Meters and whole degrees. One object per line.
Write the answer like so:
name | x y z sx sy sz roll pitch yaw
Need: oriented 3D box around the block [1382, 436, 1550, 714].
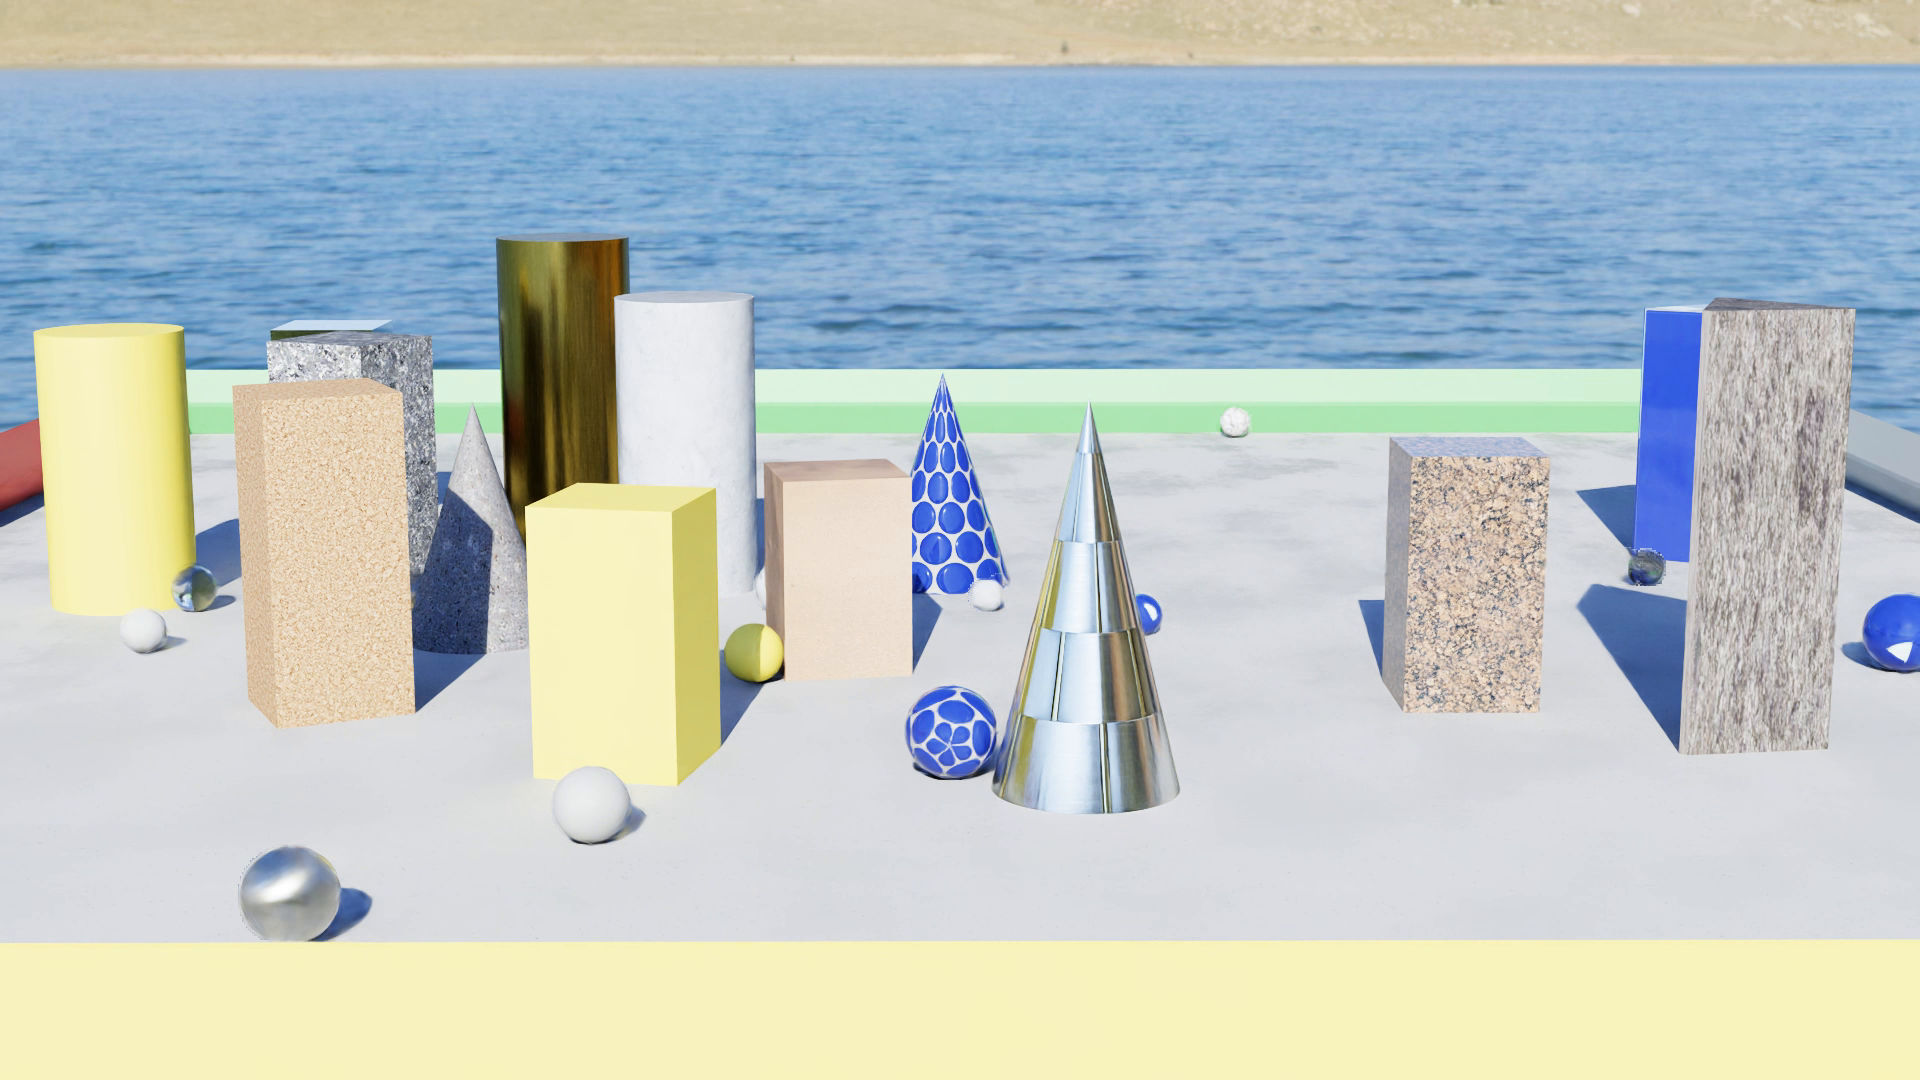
block | 0.581 0.038 2.963 0.154 0.294 0.154 0 11 0

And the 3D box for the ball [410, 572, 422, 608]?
ball | -0.719 0.070 3.447 0.054 0.054 0.054 0 11 0

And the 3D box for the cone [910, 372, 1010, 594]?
cone | -0.024 -0.089 3.631 0.193 0.299 0.193 0 11 0

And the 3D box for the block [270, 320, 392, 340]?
block | -0.976 -0.174 4.019 0.154 0.325 0.154 0 11 -1

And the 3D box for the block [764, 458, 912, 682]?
block | -0.150 0.034 3.128 0.154 0.242 0.154 -2 11 -13

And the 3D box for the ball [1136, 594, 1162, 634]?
ball | 0.235 0.096 3.312 0.052 0.052 0.052 0 11 0

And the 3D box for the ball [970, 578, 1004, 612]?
ball | 0.036 0.074 3.451 0.044 0.044 0.044 0 11 0

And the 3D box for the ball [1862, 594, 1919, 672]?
ball | 1.143 0.112 3.109 0.095 0.095 0.095 0 11 0

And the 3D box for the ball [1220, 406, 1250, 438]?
ball | 0.543 -0.233 5.061 0.060 0.060 0.060 0 11 0

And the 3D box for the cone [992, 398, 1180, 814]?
cone | 0.128 0.055 2.579 0.193 0.401 0.193 0 11 0

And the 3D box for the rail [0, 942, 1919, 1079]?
rail | 0.010 0.337 1.810 3.154 0.125 0.045 0 11 0

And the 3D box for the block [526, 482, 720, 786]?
block | -0.349 0.095 2.682 0.154 0.284 0.154 2 11 11

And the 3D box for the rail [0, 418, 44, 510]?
rail | -1.553 0.034 3.440 0.045 0.125 3.382 0 11 0

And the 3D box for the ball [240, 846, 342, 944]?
ball | -0.560 0.297 2.147 0.082 0.082 0.082 0 11 0

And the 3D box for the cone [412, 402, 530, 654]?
cone | -0.616 -0.026 3.270 0.193 0.307 0.193 0 11 0

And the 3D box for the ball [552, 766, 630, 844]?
ball | -0.349 0.250 2.426 0.073 0.073 0.073 0 11 0

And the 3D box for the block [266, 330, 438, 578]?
block | -0.822 -0.094 3.491 0.154 0.361 0.154 5 12 25

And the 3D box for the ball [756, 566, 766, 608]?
ball | -0.238 0.063 3.435 0.072 0.072 0.072 0 11 0

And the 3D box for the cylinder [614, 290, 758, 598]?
cylinder | -0.381 -0.135 3.581 0.193 0.408 0.193 0 11 0

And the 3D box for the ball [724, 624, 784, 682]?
ball | -0.245 0.134 3.053 0.071 0.071 0.071 0 11 0

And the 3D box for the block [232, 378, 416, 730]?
block | -0.722 0.011 2.911 0.154 0.366 0.154 -5 12 -27

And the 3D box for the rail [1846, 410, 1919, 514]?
rail | 1.553 0.031 3.458 0.045 0.125 3.382 0 11 0

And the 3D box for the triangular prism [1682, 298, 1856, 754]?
triangular prism | 0.842 -0.019 2.778 0.167 0.474 0.145 -2 11 -9

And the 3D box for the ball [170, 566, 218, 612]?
ball | -1.030 0.065 3.450 0.062 0.062 0.062 0 11 0

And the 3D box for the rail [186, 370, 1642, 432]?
rail | -0.010 -0.272 5.088 3.154 0.125 0.045 0 11 0

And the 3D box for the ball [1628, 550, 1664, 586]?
ball | 0.967 0.040 3.616 0.051 0.051 0.051 0 11 0

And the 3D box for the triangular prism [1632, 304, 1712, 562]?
triangular prism | 1.113 -0.161 3.823 0.167 0.371 0.145 6 12 29

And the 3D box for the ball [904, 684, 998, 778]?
ball | -0.010 0.197 2.645 0.096 0.096 0.096 0 11 0

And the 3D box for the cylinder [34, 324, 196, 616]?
cylinder | -1.145 -0.099 3.487 0.193 0.372 0.193 0 11 0

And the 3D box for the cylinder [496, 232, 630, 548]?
cylinder | -0.583 -0.211 3.806 0.193 0.475 0.193 0 11 0

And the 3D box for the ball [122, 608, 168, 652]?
ball | -1.020 0.114 3.210 0.055 0.055 0.055 0 11 0
